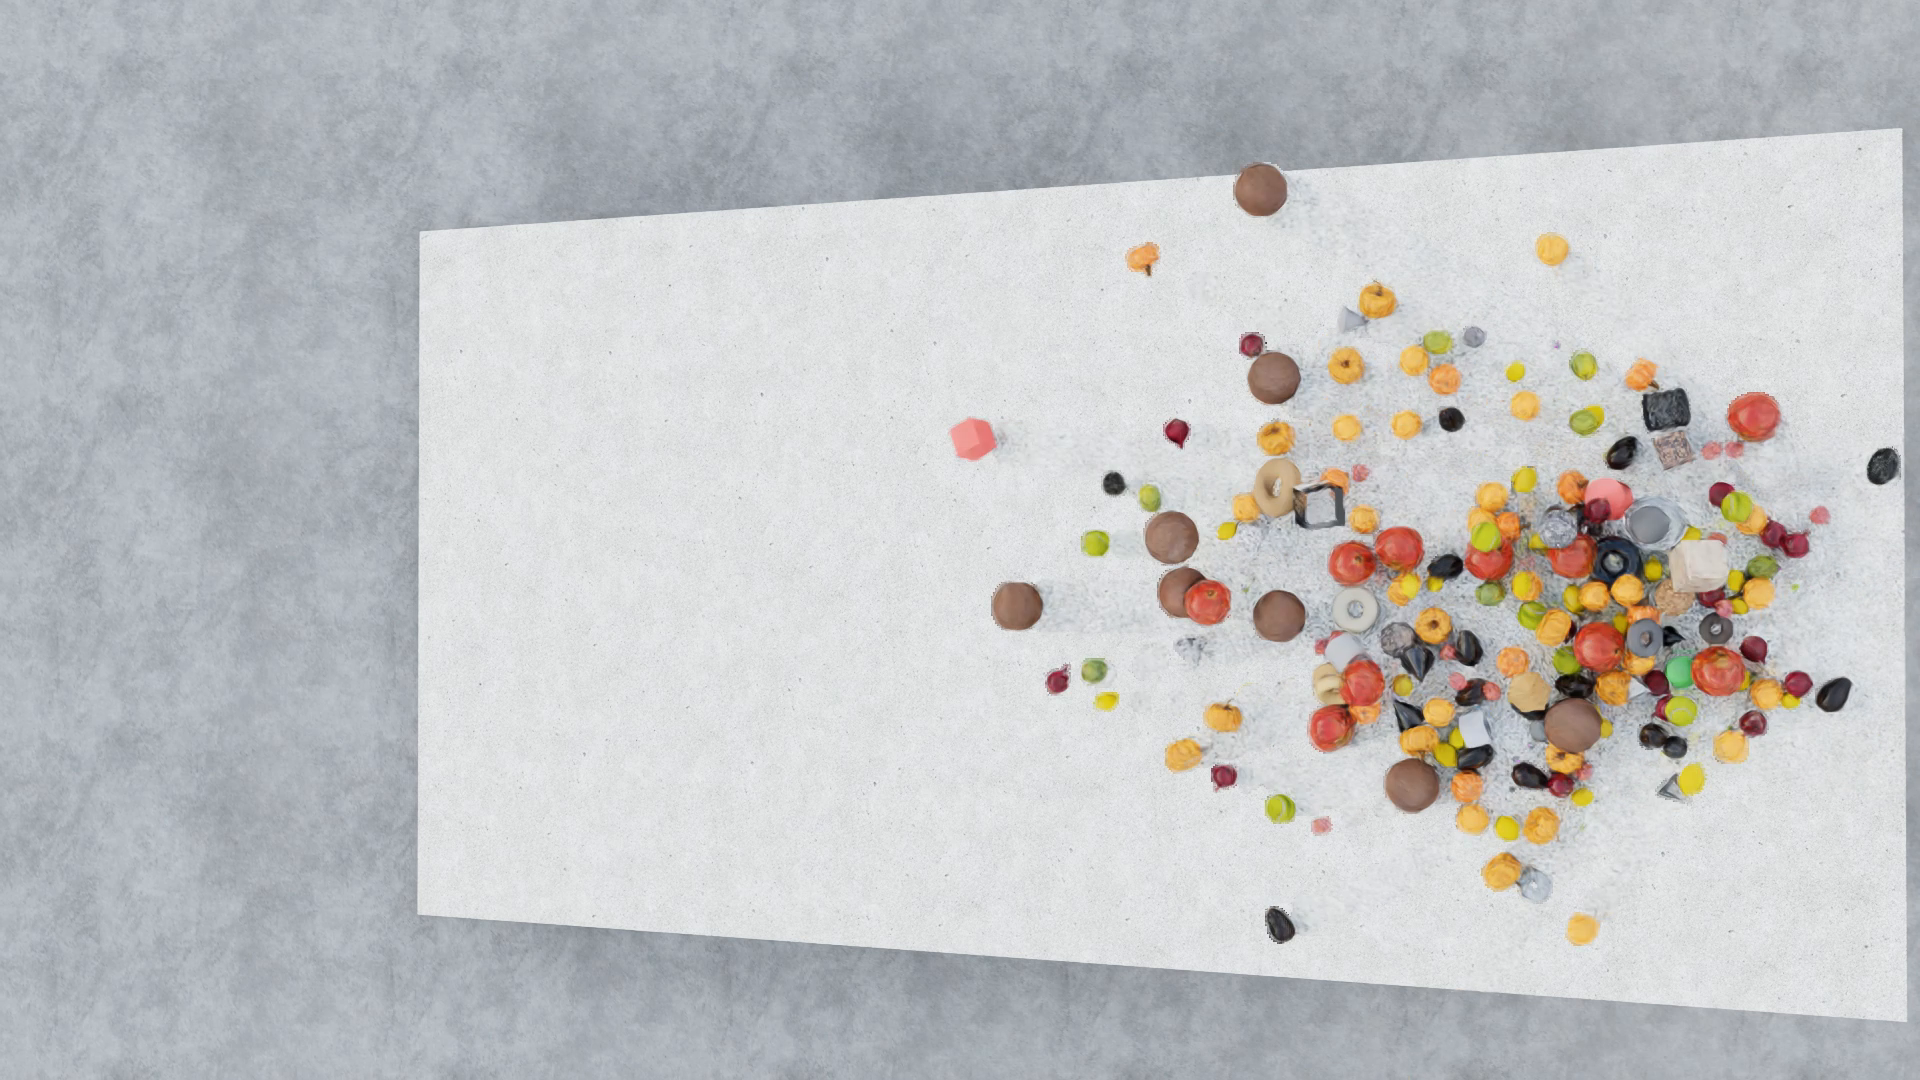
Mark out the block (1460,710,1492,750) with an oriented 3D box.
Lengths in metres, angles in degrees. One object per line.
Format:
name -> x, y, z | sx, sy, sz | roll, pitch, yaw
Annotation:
block -> 1.228, 0.452, 5.237 | 0.058, 0.058, 0.058 | -21, 116, 22

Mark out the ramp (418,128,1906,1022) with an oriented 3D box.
ramp -> 0.283, 0.086, 5.728 | 4.000, 0.100, 2.000 | 0, 89, 22

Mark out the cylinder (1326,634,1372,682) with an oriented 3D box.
cylinder -> 0.944, 0.286, 5.338 | 0.082, 0.082, 0.082 | -15, 128, -20

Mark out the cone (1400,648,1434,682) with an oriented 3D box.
cone -> 1.098, 0.313, 5.255 | 0.081, 0.081, 0.081 | 1, 128, 2

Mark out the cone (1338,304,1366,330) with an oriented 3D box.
cone -> 0.969, -0.537, 5.383 | 0.066, 0.066, 0.066 | 21, 89, 24

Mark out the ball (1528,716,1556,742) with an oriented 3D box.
ball -> 1.373, 0.447, 5.188 | 0.061, 0.061, 0.061 | 0, 89, 0

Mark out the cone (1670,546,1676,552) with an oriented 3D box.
cone -> 1.686, 0.025, 5.083 | 0.059, 0.059, 0.059 | -30, 89, -8

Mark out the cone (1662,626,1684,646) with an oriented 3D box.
cone -> 1.650, 0.226, 5.067 | 0.050, 0.050, 0.050 | -6, 101, -32

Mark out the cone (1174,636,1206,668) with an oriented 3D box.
cone -> 0.583, 0.290, 5.492 | 0.077, 0.077, 0.077 | -10, 60, 0

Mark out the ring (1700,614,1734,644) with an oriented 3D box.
ring -> 1.738, 0.205, 5.055 | 0.075, 0.025, 0.075 | -5, 76, 18

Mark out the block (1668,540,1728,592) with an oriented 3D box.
block -> 1.653, 0.059, 4.926 | 0.091, 0.091, 0.091 | -3, 70, -3

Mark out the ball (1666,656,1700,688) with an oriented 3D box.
ball -> 1.661, 0.303, 5.055 | 0.075, 0.075, 0.075 | 0, 89, 0

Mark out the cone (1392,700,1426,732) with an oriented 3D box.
cone -> 1.064, 0.408, 5.288 | 0.080, 0.080, 0.080 | -45, 111, -1

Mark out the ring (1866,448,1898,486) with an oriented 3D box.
ring -> 2.058, -0.164, 4.905 | 0.089, 0.030, 0.089 | -14, 118, -29

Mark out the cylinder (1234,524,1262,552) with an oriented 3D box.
cylinder -> 0.716, -0.003, 5.462 | 0.062, 0.062, 0.062 | 7, 92, 0

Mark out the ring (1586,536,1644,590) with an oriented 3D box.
ring -> 1.528, 0.054, 5.139 | 0.131, 0.044, 0.131 | 0, 89, 24

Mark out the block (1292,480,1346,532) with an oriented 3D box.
block -> 0.864, -0.083, 5.300 | 0.093, 0.093, 0.093 | -9, 104, -10

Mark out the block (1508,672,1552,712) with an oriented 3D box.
block -> 1.319, 0.352, 5.095 | 0.063, 0.063, 0.063 | 43, 56, -26

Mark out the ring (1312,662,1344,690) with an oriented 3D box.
ring -> 0.909, 0.344, 5.397 | 0.089, 0.030, 0.089 | 0, 90, 22

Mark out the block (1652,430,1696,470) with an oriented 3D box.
block -> 1.647, -0.207, 5.072 | 0.071, 0.071, 0.071 | -23, 81, 19

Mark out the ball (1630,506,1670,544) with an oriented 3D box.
ball -> 1.554, -0.034, 4.957 | 0.086, 0.086, 0.086 | 0, 89, 0

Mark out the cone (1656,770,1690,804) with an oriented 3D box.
cone -> 1.652, 0.582, 5.053 | 0.072, 0.072, 0.072 | 43, 89, 16

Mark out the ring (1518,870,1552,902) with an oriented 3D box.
ring -> 1.361, 0.819, 5.207 | 0.076, 0.025, 0.076 | 0, 91, 23

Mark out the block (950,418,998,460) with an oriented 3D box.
block -> 0.034, -0.263, 5.724 | 0.076, 0.076, 0.076 | -32, 65, 31

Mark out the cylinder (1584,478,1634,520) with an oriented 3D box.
cylinder -> 1.510, -0.095, 5.114 | 0.092, 0.092, 0.092 | -3, 85, 30

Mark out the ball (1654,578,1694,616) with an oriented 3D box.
ball -> 1.646, 0.131, 5.062 | 0.088, 0.088, 0.088 | 0, 89, 0

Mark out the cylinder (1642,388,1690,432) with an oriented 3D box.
cylinder -> 1.629, -0.300, 5.072 | 0.087, 0.087, 0.087 | -10, 89, 30

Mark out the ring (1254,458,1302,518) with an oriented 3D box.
ring -> 0.779, -0.129, 5.393 | 0.050, 0.149, 0.149 | 8, 89, -35

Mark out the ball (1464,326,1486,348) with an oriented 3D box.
ball -> 1.231, -0.486, 5.263 | 0.050, 0.050, 0.050 | 0, 89, 0

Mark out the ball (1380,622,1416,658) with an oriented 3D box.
ball -> 1.057, 0.240, 5.305 | 0.088, 0.088, 0.088 | 0, 89, 0

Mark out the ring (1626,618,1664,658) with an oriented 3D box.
ring -> 1.570, 0.225, 5.040 | 0.091, 0.030, 0.091 | -1, 97, -12

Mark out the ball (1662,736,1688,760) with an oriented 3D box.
ball -> 1.650, 0.480, 5.077 | 0.054, 0.054, 0.054 | 0, 89, 0

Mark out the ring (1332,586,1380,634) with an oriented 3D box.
ring -> 0.966, 0.170, 5.371 | 0.117, 0.039, 0.117 | 0, 91, 22

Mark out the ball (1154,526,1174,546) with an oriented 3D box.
ball -> 0.516, -0.009, 5.552 | 0.050, 0.050, 0.050 | 0, 89, 0

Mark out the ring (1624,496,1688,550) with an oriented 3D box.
ring -> 1.605, -0.040, 5.076 | 0.143, 0.048, 0.143 | -6, 54, 8

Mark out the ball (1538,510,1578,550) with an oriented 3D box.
ball -> 1.367, -0.024, 5.029 | 0.090, 0.090, 0.090 | 0, 89, 0

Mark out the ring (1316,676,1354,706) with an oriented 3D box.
ring -> 0.912, 0.367, 5.350 | 0.094, 0.094, 0.031 | 12, 46, 0
